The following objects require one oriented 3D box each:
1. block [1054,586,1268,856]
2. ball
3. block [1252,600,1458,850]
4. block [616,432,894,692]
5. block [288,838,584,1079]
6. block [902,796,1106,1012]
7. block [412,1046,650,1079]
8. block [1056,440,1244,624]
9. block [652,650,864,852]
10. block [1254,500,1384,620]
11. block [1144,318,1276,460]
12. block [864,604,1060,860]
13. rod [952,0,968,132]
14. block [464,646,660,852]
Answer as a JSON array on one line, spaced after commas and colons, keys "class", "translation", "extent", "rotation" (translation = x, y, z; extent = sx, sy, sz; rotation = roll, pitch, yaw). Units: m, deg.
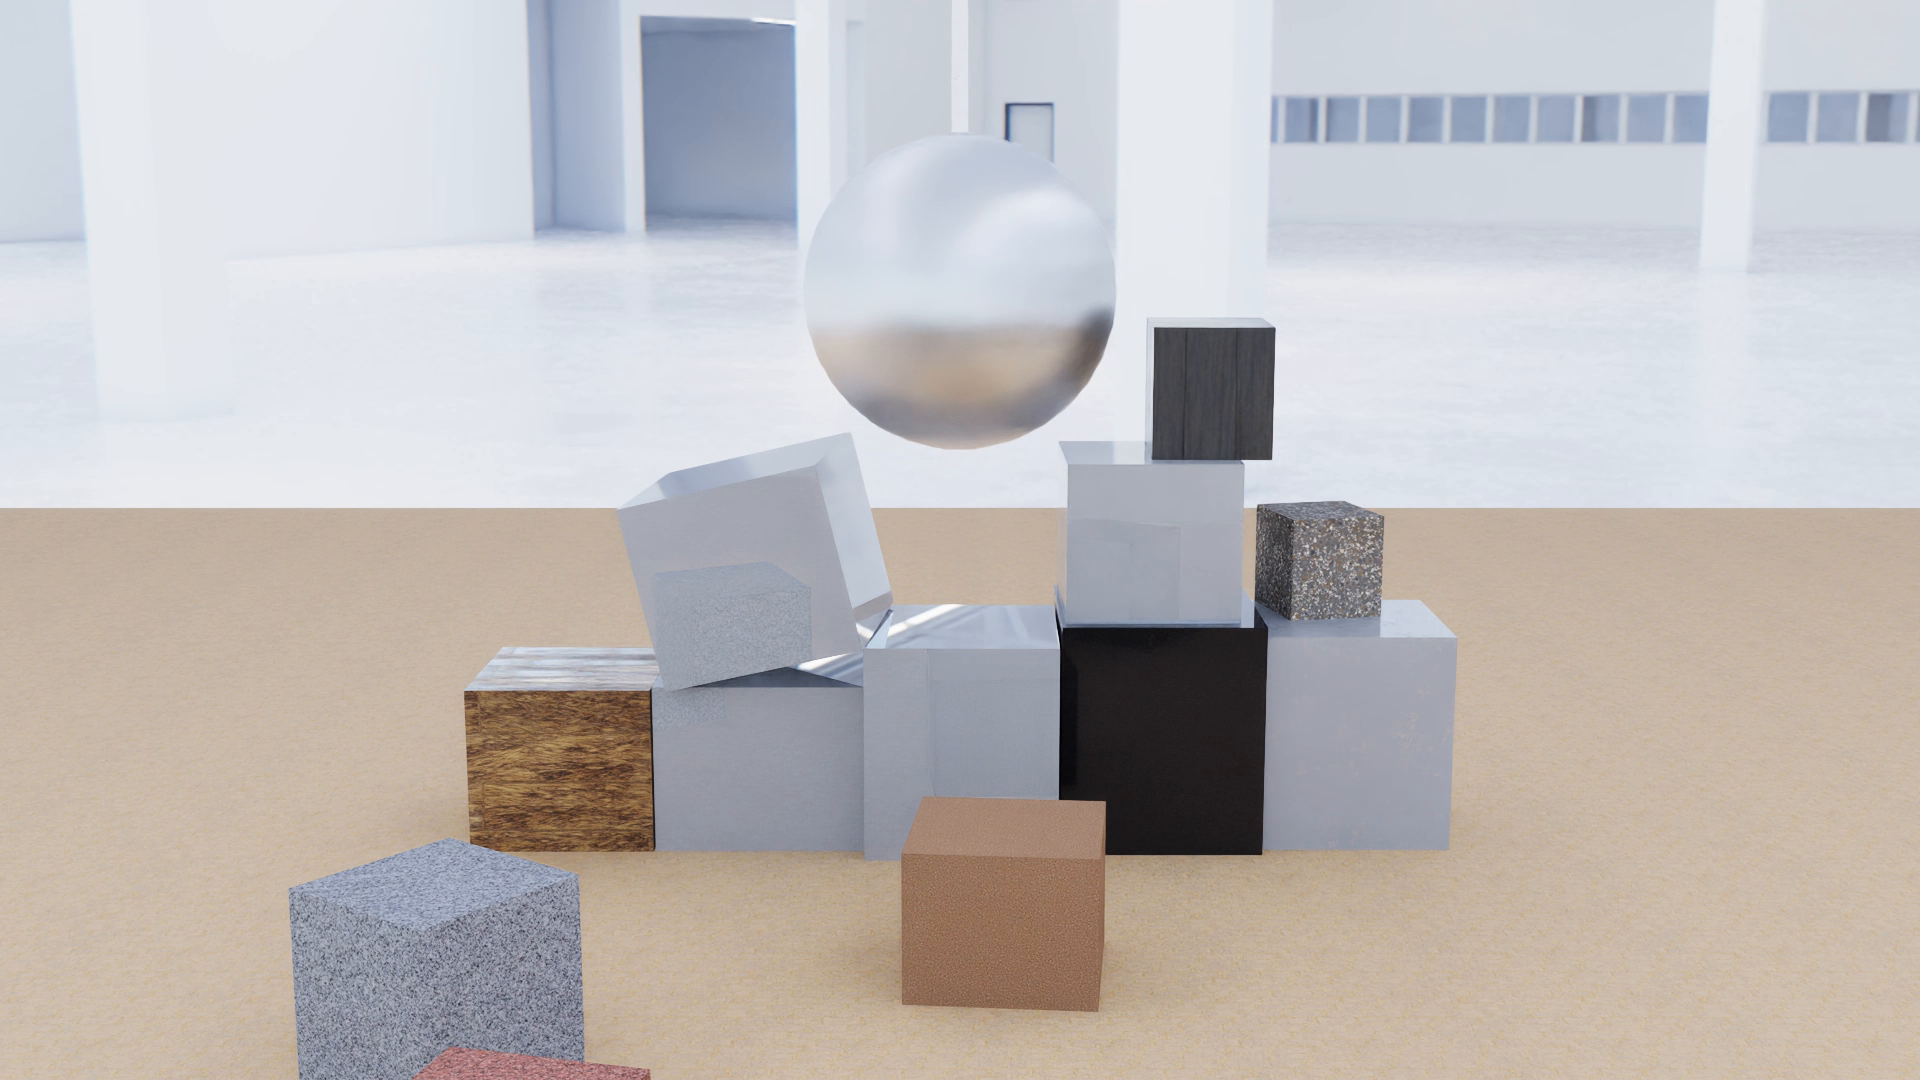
[{"class": "block", "translation": [1.003, 0.905, 11.350], "extent": [1.004, 1.159, 1.040], "rotation": [0, 10, 0]}, {"class": "ball", "translation": [0.000, -1.259, 11.179], "extent": [1.600, 1.600, 1.600], "rotation": [0, 10, 0]}, {"class": "block", "translation": [1.983, 0.936, 11.368], "extent": [0.935, 1.091, 0.901], "rotation": [0, 10, 0]}, {"class": "block", "translation": [-1.006, 0.089, 11.129], "extent": [1.008, 0.929, 1.061], "rotation": [-12, 10, 9]}, {"class": "block", "translation": [-1.973, 1.656, 8.331], "extent": [0.746, 0.760, 0.763], "rotation": [8, 13, 36]}, {"class": "block", "translation": [0.200, 1.529, 9.340], "extent": [0.806, 0.650, 0.794], "rotation": [1, 10, 5]}, {"class": "block", "translation": [-1.351, 2.008, 6.489], "extent": [0.667, 0.727, 0.697], "rotation": [3, 11, 15]}, {"class": "block", "translation": [0.949, -0.053, 11.166], "extent": [0.862, 0.793, 0.845], "rotation": [0, 10, -1]}, {"class": "block", "translation": [-0.999, 1.059, 11.386], "extent": [1.045, 0.843, 0.927], "rotation": [0, 10, 0]}, {"class": "block", "translation": [1.865, 0.101, 11.455], "extent": [0.491, 0.520, 0.520], "rotation": [-2, 11, -13]}, {"class": "block", "translation": [1.248, -0.769, 11.066], "extent": [0.591, 0.652, 0.623], "rotation": [0, 10, 1]}, {"class": "block", "translation": [0.013, 0.964, 11.262], "extent": [0.955, 1.074, 1.022], "rotation": [0, 10, 1]}, {"class": "rod", "translation": [0.000, -4.579, 10.446], "extent": [0.080, 5.200, 0.080], "rotation": [0, 12, 0]}, {"class": "block", "translation": [-1.990, 1.066, 11.388], "extent": [0.915, 0.829, 0.951], "rotation": [0, 10, 0]}]
